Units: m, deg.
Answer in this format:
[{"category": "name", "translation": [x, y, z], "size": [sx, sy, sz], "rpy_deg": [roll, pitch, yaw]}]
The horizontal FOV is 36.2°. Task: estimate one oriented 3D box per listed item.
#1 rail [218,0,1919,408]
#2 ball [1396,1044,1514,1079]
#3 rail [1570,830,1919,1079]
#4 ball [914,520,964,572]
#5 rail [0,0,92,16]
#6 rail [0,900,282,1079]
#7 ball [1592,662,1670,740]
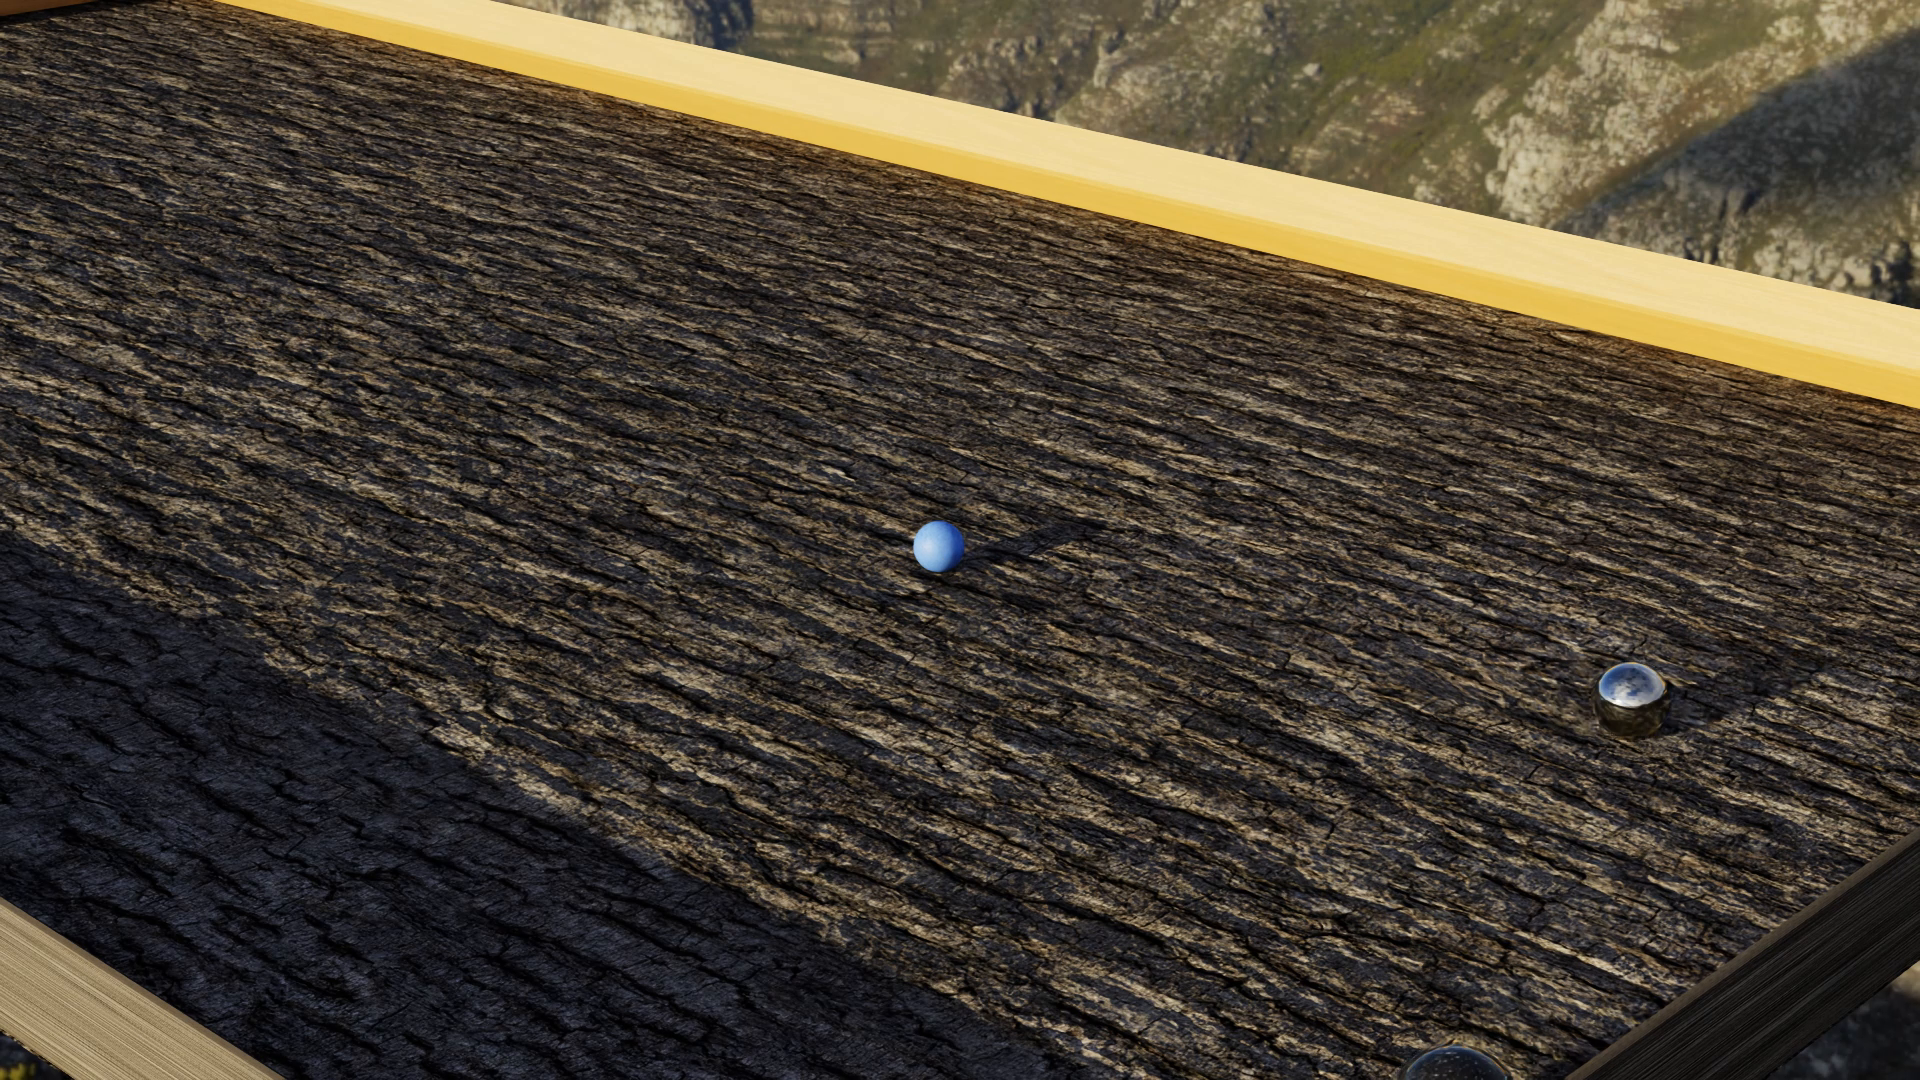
[{"category": "rail", "translation": [-0.018, -0.521, 3.862], "size": [3.789, 0.102, 0.045], "rpy_deg": [19, 29, 40]}, {"category": "ball", "translation": [0.290, 0.335, 1.724], "size": [0.078, 0.078, 0.078], "rpy_deg": [0, 22, 0]}, {"category": "rail", "translation": [0.670, 0.209, 2.008], "size": [0.045, 0.102, 1.993], "rpy_deg": [19, 29, 40]}, {"category": "ball", "translation": [-0.019, 0.006, 2.603], "size": [0.046, 0.046, 0.046], "rpy_deg": [0, 22, 0]}, {"category": "rail", "translation": [-2.045, -0.734, 4.404], "size": [0.045, 0.102, 1.993], "rpy_deg": [19, 29, 40]}, {"category": "rail", "translation": [-1.357, -0.004, 2.549], "size": [3.789, 0.102, 0.045], "rpy_deg": [19, 29, 40]}, {"category": "ball", "translation": [0.521, 0.125, 2.282], "size": [0.060, 0.060, 0.060], "rpy_deg": [0, 22, 0]}]
